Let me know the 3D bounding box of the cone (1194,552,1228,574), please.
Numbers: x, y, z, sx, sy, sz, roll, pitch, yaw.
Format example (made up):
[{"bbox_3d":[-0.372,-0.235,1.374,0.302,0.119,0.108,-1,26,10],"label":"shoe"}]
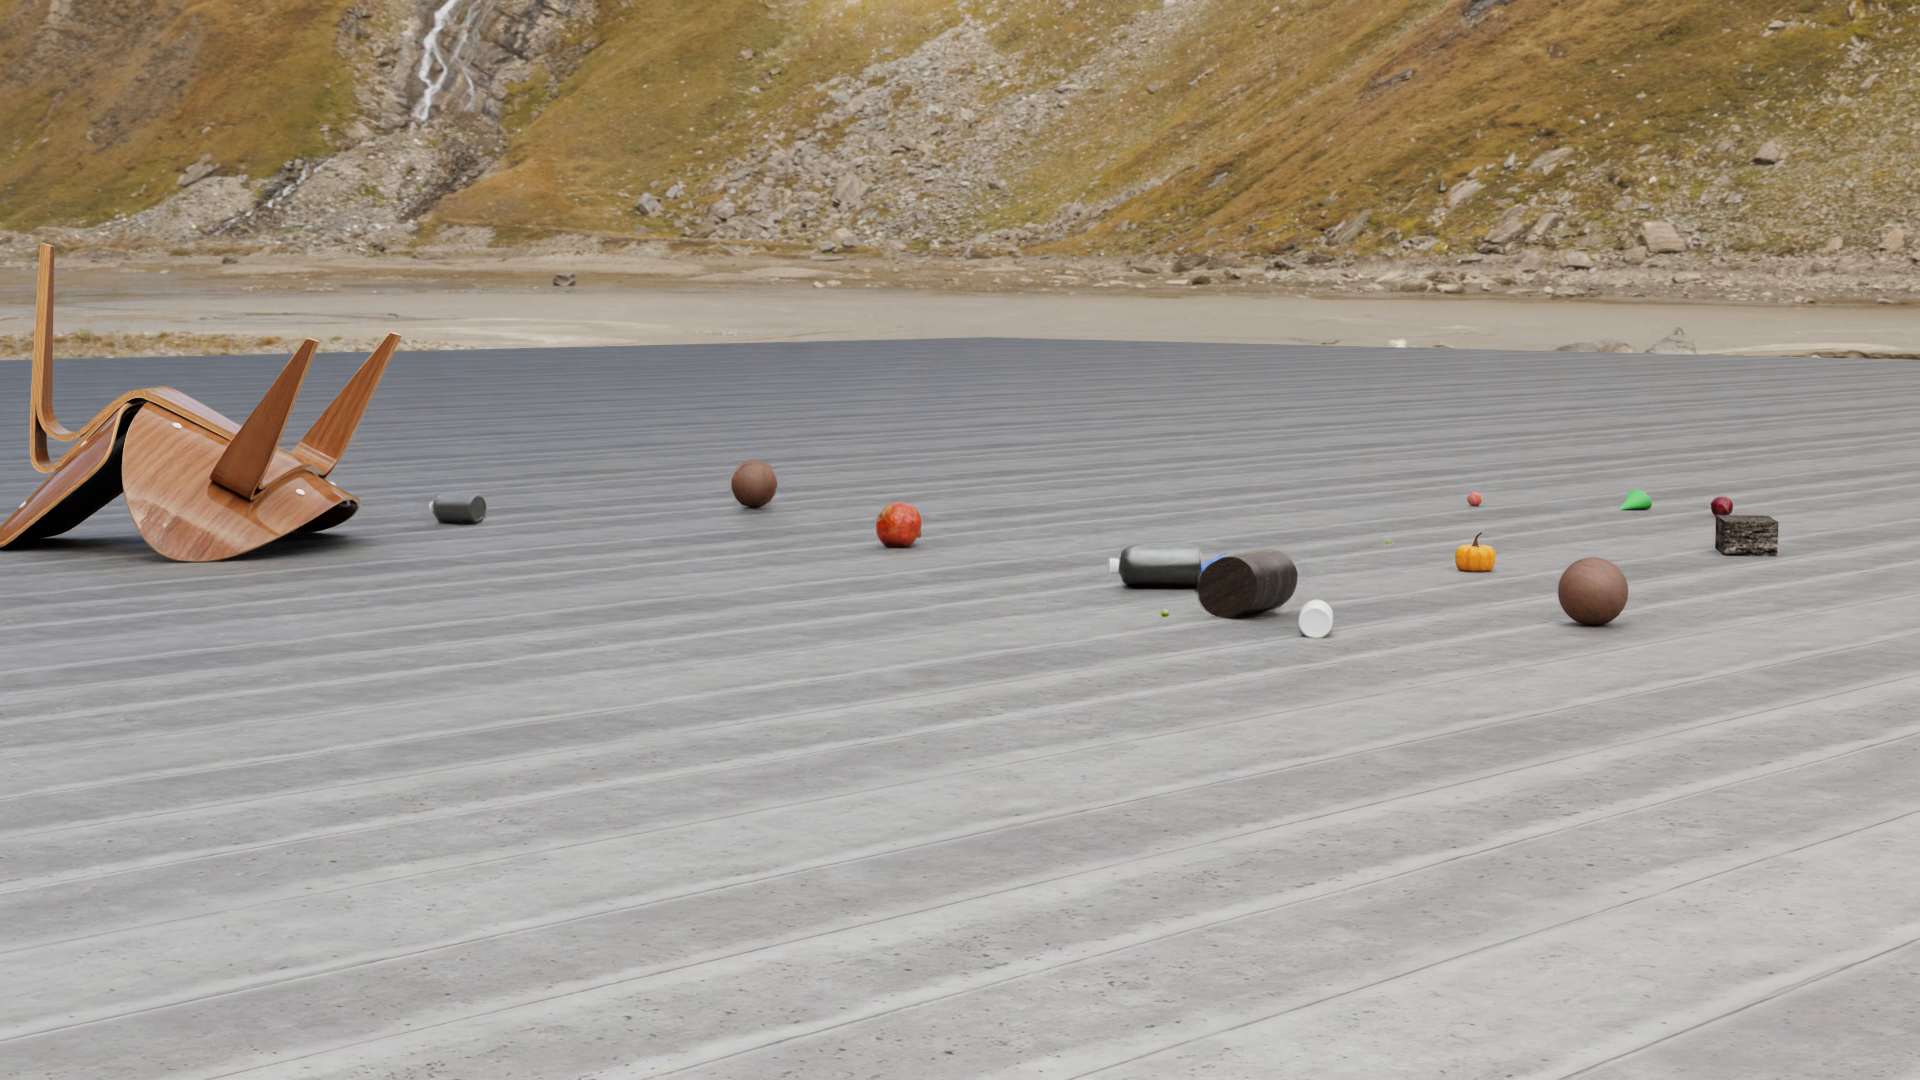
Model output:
[{"bbox_3d":[0.552,0.062,5.696,0.086,0.049,0.085,-15,3,9],"label":"cone"}]

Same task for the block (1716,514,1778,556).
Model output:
[{"bbox_3d":[1.877,-0.011,6.125,0.122,0.081,0.168,1,6,10],"label":"block"}]

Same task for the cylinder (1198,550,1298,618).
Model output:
[{"bbox_3d":[0.561,0.086,4.998,0.137,0.114,0.152,-30,-14,37],"label":"cylinder"}]

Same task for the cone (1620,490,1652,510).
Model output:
[{"bbox_3d":[1.891,-0.100,7.241,0.076,0.062,0.100,-25,19,-16],"label":"cone"}]
